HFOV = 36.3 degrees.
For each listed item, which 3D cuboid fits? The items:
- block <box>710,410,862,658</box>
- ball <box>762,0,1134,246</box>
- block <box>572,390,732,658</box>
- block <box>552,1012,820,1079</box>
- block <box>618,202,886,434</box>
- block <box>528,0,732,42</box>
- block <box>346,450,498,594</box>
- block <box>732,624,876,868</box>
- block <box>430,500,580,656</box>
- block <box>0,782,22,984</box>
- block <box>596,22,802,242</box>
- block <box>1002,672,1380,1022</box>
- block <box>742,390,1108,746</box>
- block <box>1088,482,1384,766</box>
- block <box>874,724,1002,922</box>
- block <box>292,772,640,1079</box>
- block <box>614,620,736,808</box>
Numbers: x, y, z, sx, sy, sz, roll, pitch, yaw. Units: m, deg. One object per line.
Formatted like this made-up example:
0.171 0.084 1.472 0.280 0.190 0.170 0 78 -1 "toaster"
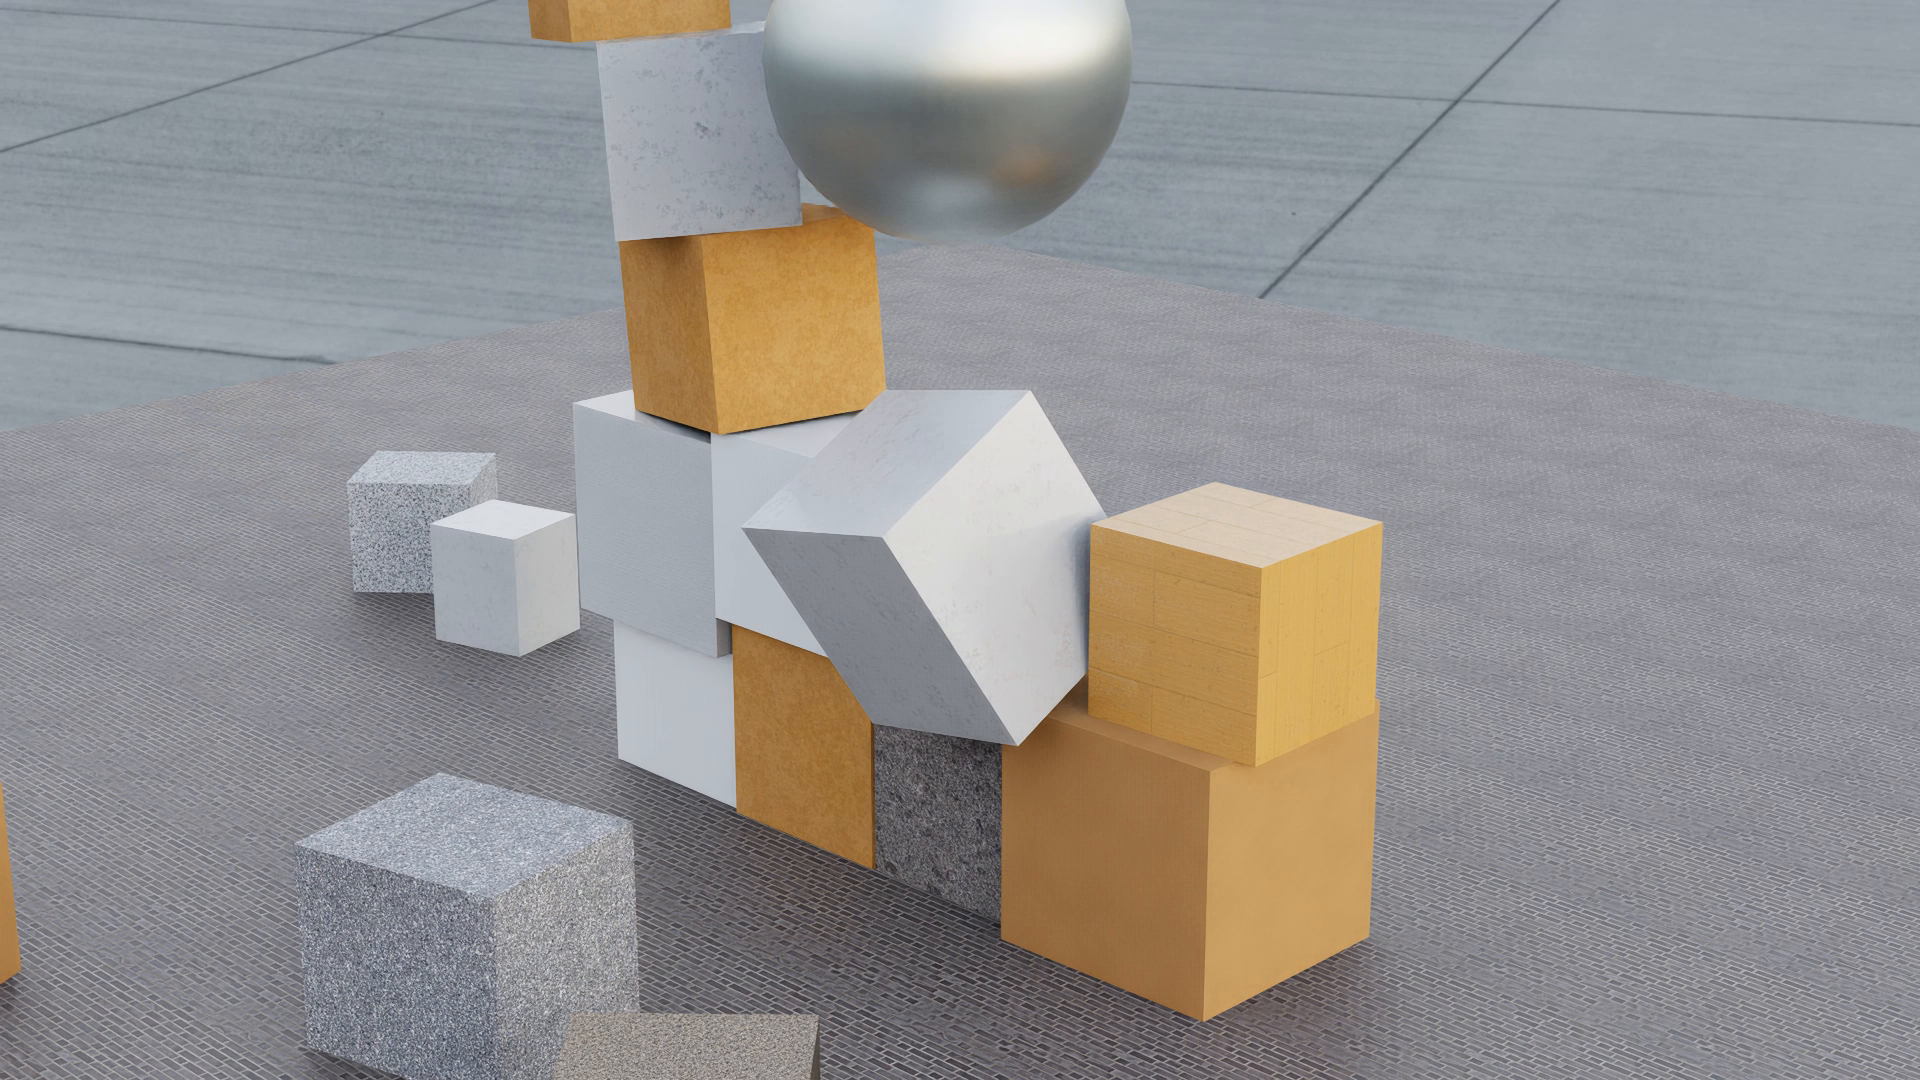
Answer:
-0.393 -0.073 13.715 1.075 0.924 1.081 -16 24 -42 "block"
-0.052 -2.075 12.635 1.600 1.600 1.600 0 17 0 "ball"
-1.140 -0.168 14.483 1.076 1.055 1.052 -16 24 -42 "block"
-0.949 2.156 10.234 0.881 0.750 0.720 0 17 1 "block"
-0.991 -1.079 13.923 0.885 0.912 0.928 -12 15 -29 "block"
-1.570 -2.693 13.695 0.768 0.644 0.685 -10 14 -22 "block"
-3.204 -0.111 17.573 0.730 0.674 0.685 1 17 4 "block"
-0.400 0.838 14.016 0.966 0.996 0.954 -17 24 -42 "block"
-2.564 0.208 16.546 0.591 0.682 0.553 10 20 28 "block"
-4.634 1.511 12.096 0.998 0.864 0.972 6 18 18 "block"
-1.222 -1.912 13.611 0.852 0.882 0.850 -6 13 -6 "block"
0.985 1.211 12.647 1.141 1.106 1.137 16 24 42 "block"
-0.047 0.096 12.484 0.949 1.120 1.033 -45 27 -26 "block"
1.142 0.330 12.208 0.875 0.839 0.831 15 23 40 "block"
0.257 1.045 13.373 0.899 0.988 0.926 17 24 42 "block"
-1.974 1.587 11.815 1.008 0.886 0.878 10 20 29 "block"
-1.093 0.736 14.686 0.860 0.790 0.935 -16 24 -42 "block"
